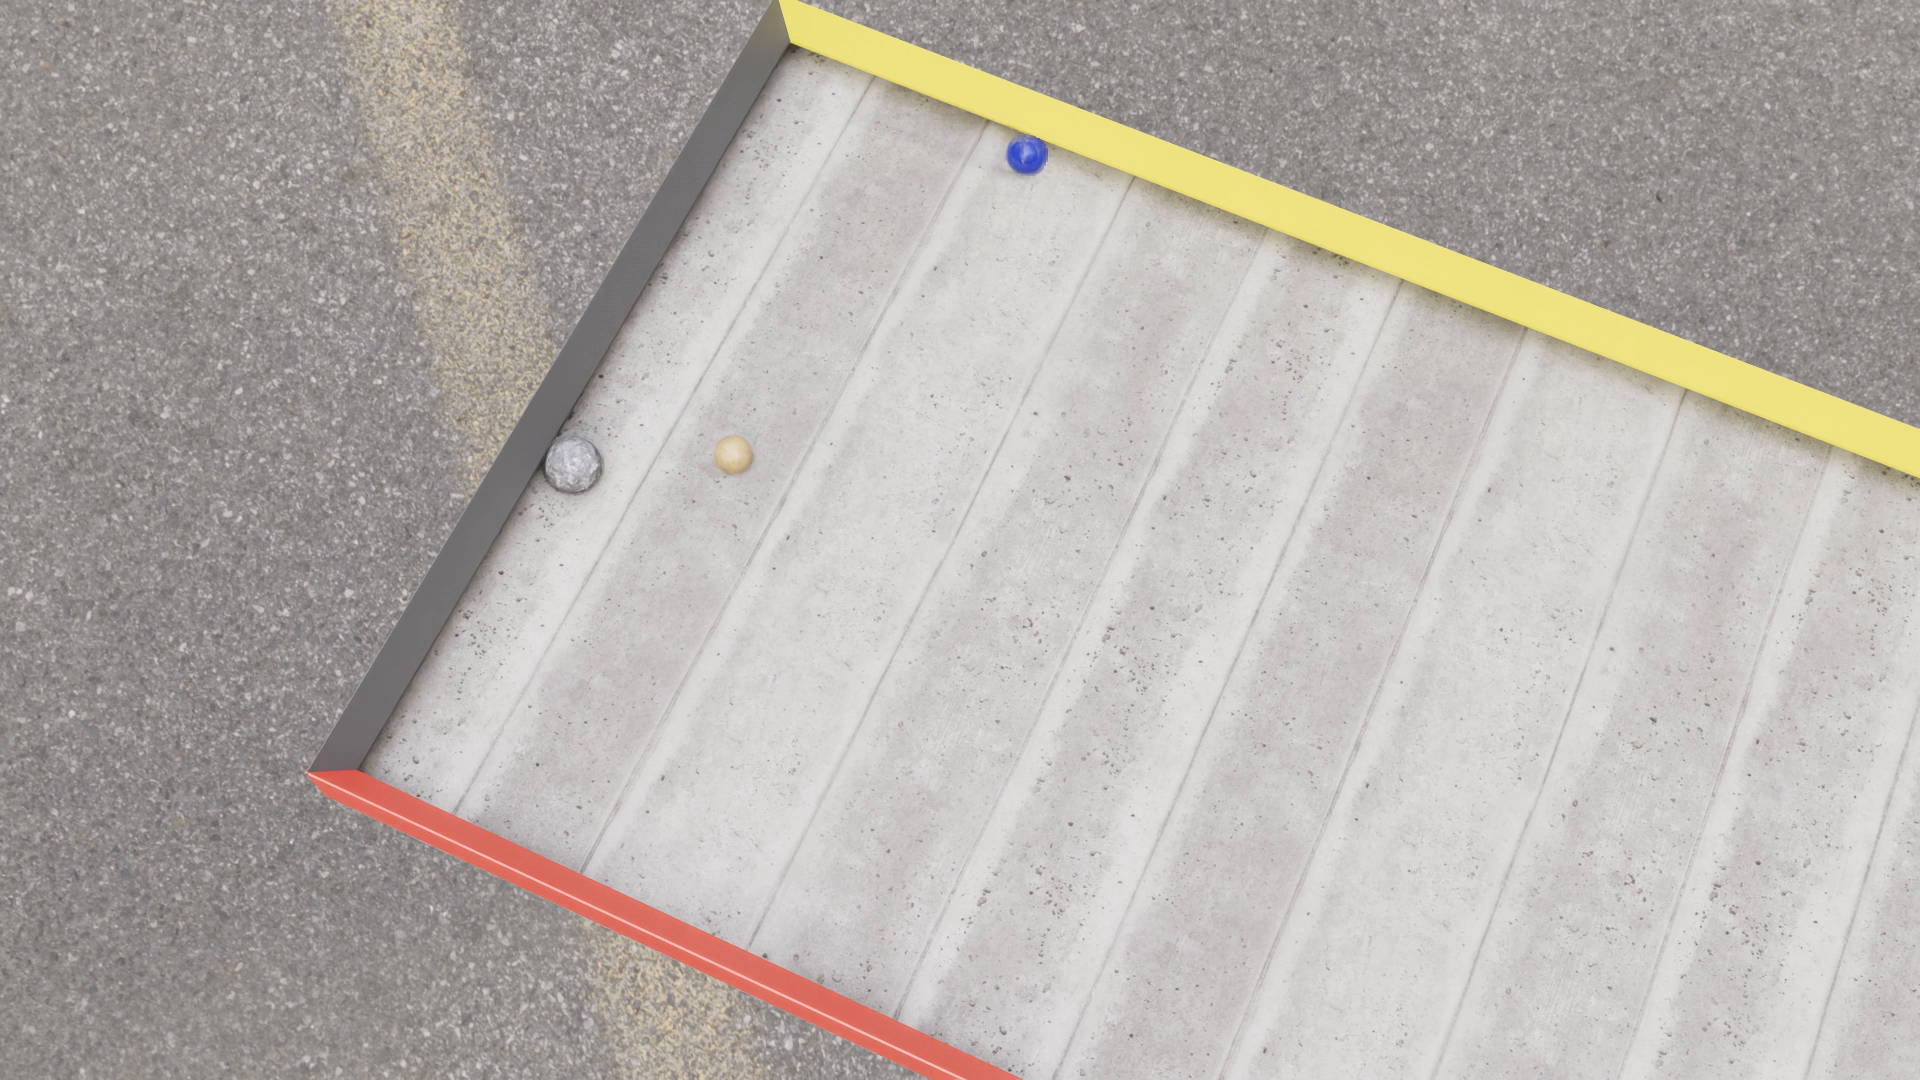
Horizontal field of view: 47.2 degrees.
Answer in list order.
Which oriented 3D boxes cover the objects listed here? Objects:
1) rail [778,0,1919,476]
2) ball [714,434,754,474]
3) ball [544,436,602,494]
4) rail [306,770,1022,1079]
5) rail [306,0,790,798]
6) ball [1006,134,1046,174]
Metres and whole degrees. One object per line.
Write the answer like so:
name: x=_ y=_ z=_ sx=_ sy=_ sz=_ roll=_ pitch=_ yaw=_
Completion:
rail: x=0.968 y=-0.368 z=3.658 sx=2.860 sy=0.119 sz=0.045 roll=23 pitch=68 yaw=10
ball: x=-0.369 y=-0.139 z=3.590 sx=0.064 sy=0.064 sz=0.064 roll=0 pitch=67 yaw=0
ball: x=-0.627 y=-0.122 z=3.567 sx=0.092 sy=0.092 sz=0.092 roll=0 pitch=67 yaw=0
rail: x=0.332 y=0.900 z=3.107 sx=2.860 sy=0.119 sz=0.045 roll=23 pitch=68 yaw=10
rail: x=-0.628 y=-0.273 z=3.617 sx=0.045 sy=0.119 sz=1.570 roll=23 pitch=68 yaw=10
ball: x=0.114 y=-0.669 z=3.817 sx=0.069 sy=0.069 sz=0.069 roll=0 pitch=67 yaw=0
